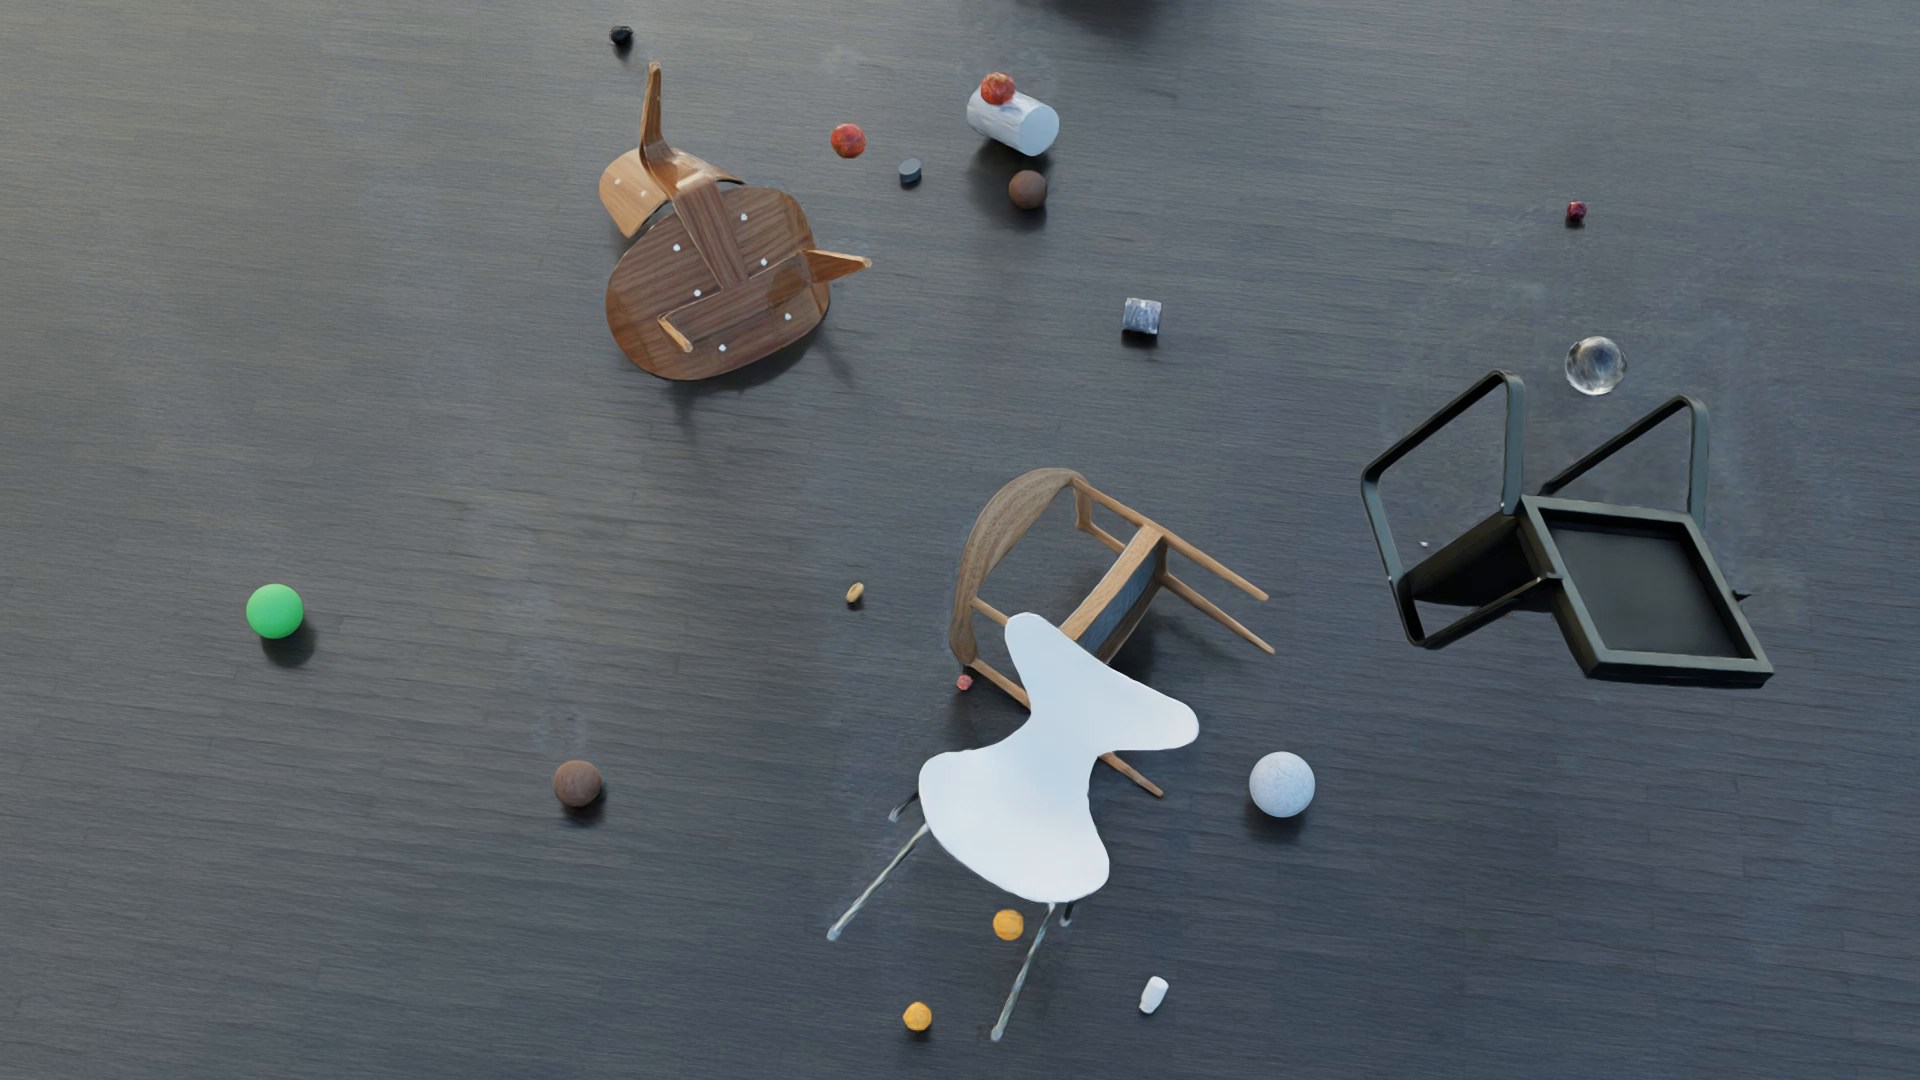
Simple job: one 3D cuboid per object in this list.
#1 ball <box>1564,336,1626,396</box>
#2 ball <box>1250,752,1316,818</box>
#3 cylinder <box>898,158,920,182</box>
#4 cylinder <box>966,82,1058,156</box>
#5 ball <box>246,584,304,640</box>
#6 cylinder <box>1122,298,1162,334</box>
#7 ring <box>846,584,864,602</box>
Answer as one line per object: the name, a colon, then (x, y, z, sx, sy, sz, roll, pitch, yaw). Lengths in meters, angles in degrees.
ball: (1.973, -0.541, 6.827, 0.184, 0.184, 0.184, 0, 56, 0)
ball: (0.881, 0.669, 6.017, 0.179, 0.179, 0.179, 0, 56, 0)
cylinder: (-0.168, -1.240, 7.383, 0.084, 0.038, 0.060, -39, 65, -23)
cylinder: (0.177, -1.413, 7.374, 0.224, 0.235, 0.177, 31, 105, 28)
ball: (-1.975, 0.206, 6.340, 0.160, 0.160, 0.160, 0, 56, 0)
cylinder: (0.580, -0.712, 7.003, 0.111, 0.080, 0.121, 9, 52, 6)
ring: (-0.308, 0.154, 6.439, 0.021, 0.068, 0.061, 39, 35, -21)
